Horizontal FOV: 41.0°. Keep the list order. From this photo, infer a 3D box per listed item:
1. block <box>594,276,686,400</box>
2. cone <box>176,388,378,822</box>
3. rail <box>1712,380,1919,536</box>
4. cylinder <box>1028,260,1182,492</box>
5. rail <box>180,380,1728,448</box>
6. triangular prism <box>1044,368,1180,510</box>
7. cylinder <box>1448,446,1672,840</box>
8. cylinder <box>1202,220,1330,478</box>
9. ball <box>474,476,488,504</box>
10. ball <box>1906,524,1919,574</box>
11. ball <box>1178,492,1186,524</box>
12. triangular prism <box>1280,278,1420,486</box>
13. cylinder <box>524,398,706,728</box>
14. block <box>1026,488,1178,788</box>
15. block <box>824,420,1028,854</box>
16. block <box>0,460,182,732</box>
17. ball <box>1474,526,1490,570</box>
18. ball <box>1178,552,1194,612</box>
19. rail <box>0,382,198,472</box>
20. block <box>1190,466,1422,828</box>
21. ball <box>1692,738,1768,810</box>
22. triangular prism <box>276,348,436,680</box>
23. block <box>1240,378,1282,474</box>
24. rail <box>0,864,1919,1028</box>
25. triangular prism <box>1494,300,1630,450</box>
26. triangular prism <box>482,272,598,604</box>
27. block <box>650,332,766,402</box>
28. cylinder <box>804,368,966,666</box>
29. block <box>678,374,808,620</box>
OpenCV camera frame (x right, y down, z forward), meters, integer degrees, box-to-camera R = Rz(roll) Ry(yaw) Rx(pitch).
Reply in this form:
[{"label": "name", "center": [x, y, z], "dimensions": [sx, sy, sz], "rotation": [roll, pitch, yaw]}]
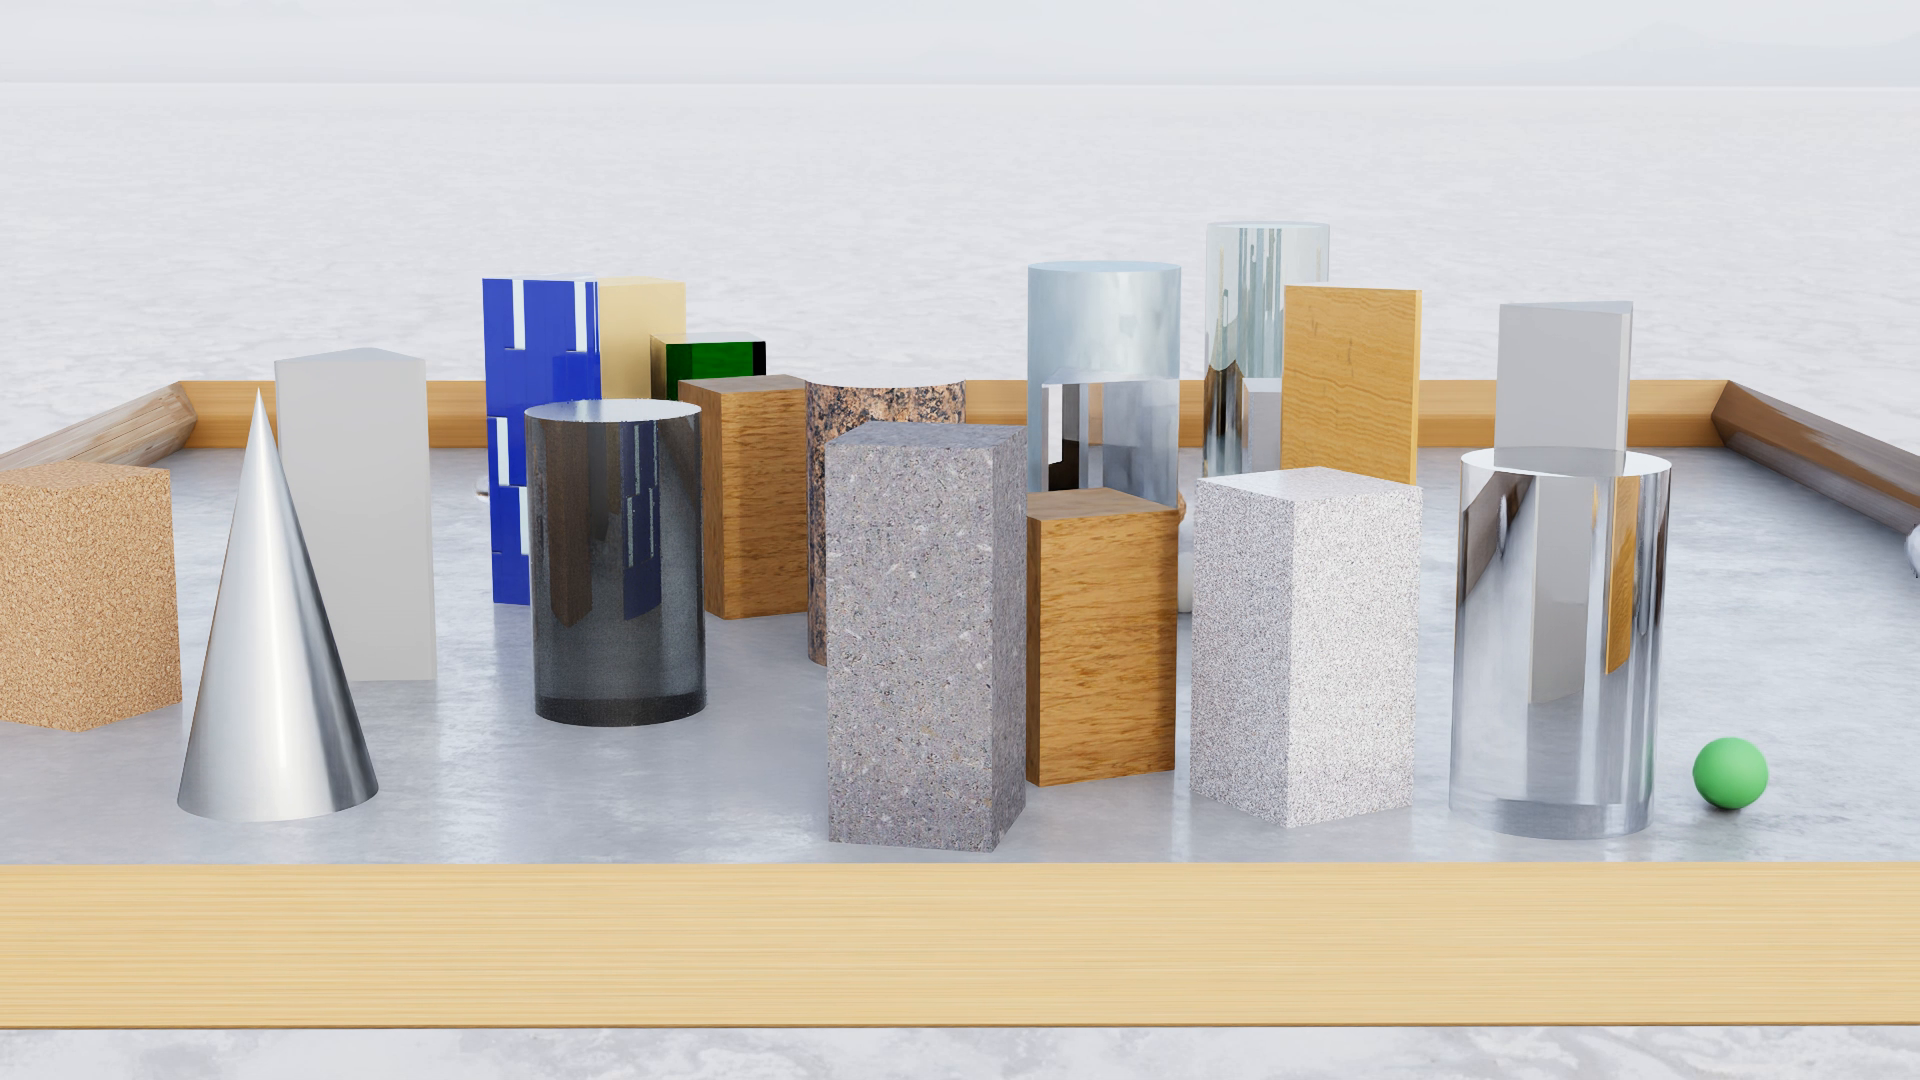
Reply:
[{"label": "block", "center": [-0.568, -0.253, 4.339], "dimensions": [0.158, 0.369, 0.158], "rotation": [-7, 13, -33]}, {"label": "cone", "center": [-0.690, 0.053, 2.562], "dimensions": [0.198, 0.415, 0.198], "rotation": [0, 10, 0]}, {"label": "rail", "center": [1.467, 0.032, 3.457], "dimensions": [0.045, 0.129, 3.040], "rotation": [0, 10, 0]}, {"label": "cylinder", "center": [0.186, -0.122, 3.352], "dimensions": [0.198, 0.471, 0.198], "rotation": [0, 10, 0]}, {"label": "rail", "center": [-0.009, -0.239, 4.920], "dimensions": [2.982, 0.129, 0.045], "rotation": [0, 10, 0]}, {"label": "triangular prism", "center": [0.153, -0.019, 3.088], "dimensions": [0.172, 0.364, 0.149], "rotation": [-4, 11, -20]}, {"label": "cylinder", "center": [0.584, 0.096, 2.508], "dimensions": [0.198, 0.350, 0.198], "rotation": [0, 10, 0]}, {"label": "cylinder", "center": [0.496, -0.274, 4.164], "dimensions": [0.198, 0.474, 0.198], "rotation": [0, 10, 0]}, {"label": "ball", "center": [-0.793, -0.083, 4.310], "dimensions": [0.046, 0.046, 0.046], "rotation": [0, 10, 0]}, {"label": "ball", "center": [1.398, 0.014, 3.652], "dimensions": [0.095, 0.095, 0.095], "rotation": [0, 10, 0]}, {"label": "ball", "center": [0.323, -0.051, 4.070], "dimensions": [0.071, 0.071, 0.071], "rotation": [0, 10, 0]}, {"label": "triangular prism", "center": [0.511, -0.096, 3.250], "dimensions": [0.172, 0.458, 0.149], "rotation": [5, 12, 25]}, {"label": "cylinder", "center": [-0.391, 0.022, 2.926], "dimensions": [0.198, 0.343, 0.198], "rotation": [0, 10, 0]}, {"label": "block", "center": [0.120, 0.098, 2.699], "dimensions": [0.158, 0.276, 0.158], "rotation": [-5, 12, -24]}, {"label": "block", "center": [-0.030, 0.088, 2.461], "dimensions": [0.158, 0.382, 0.158], "rotation": [2, 11, 13]}, {"label": "block", "center": [-1.008, 0.060, 2.916], "dimensions": [0.158, 0.272, 0.158], "rotation": [5, 12, 27]}, {"label": "ball", "center": [0.781, 0.013, 3.720], "dimensions": [0.071, 0.071, 0.071], "rotation": [0, 10, 0]}, {"label": "ball", "center": [0.305, 0.057, 3.457], "dimensions": [0.080, 0.080, 0.080], "rotation": [0, 10, 0]}, {"label": "rail", "center": [-1.467, 0.035, 3.440], "dimensions": [0.045, 0.129, 3.040], "rotation": [0, 10, 0]}, {"label": "block", "center": [0.343, 0.102, 2.557], "dimensions": [0.158, 0.321, 0.158], "rotation": [-6, 12, -31]}, {"label": "ball", "center": [0.762, 0.231, 2.540], "dimensions": [0.072, 0.072, 0.072], "rotation": [0, 10, 0]}, {"label": "triangular prism", "center": [-0.722, -0.035, 3.117], "dimensions": [0.172, 0.385, 0.149], "rotation": [-1, 11, -4]}, {"label": "block", "center": [0.476, -0.073, 3.588], "dimensions": [0.158, 0.289, 0.158], "rotation": [1, 11, 3]}, {"label": "rail", "center": [0.009, 0.305, 1.977], "dimensions": [2.982, 0.129, 0.045], "rotation": [0, 10, 0]}, {"label": "triangular prism", "center": [0.752, -0.059, 3.075], "dimensions": [0.149, 0.447, 0.172], "rotation": [-10, 15, -44]}, {"label": "triangular prism", "center": [-0.537, -0.141, 3.527], "dimensions": [0.172, 0.445, 0.149], "rotation": [4, 11, 19]}, {"label": "block", "center": [-0.403, -0.176, 4.118], "dimensions": [0.158, 0.299, 0.158], "rotation": [-3, 11, -16]}, {"label": "cylinder", "center": [-0.091, -0.028, 3.181], "dimensions": [0.198, 0.348, 0.198], "rotation": [0, 10, 0]}, {"label": "block", "center": [-0.278, -0.062, 3.488], "dimensions": [0.158, 0.303, 0.158], "rotation": [-5, 12, -27]}]
